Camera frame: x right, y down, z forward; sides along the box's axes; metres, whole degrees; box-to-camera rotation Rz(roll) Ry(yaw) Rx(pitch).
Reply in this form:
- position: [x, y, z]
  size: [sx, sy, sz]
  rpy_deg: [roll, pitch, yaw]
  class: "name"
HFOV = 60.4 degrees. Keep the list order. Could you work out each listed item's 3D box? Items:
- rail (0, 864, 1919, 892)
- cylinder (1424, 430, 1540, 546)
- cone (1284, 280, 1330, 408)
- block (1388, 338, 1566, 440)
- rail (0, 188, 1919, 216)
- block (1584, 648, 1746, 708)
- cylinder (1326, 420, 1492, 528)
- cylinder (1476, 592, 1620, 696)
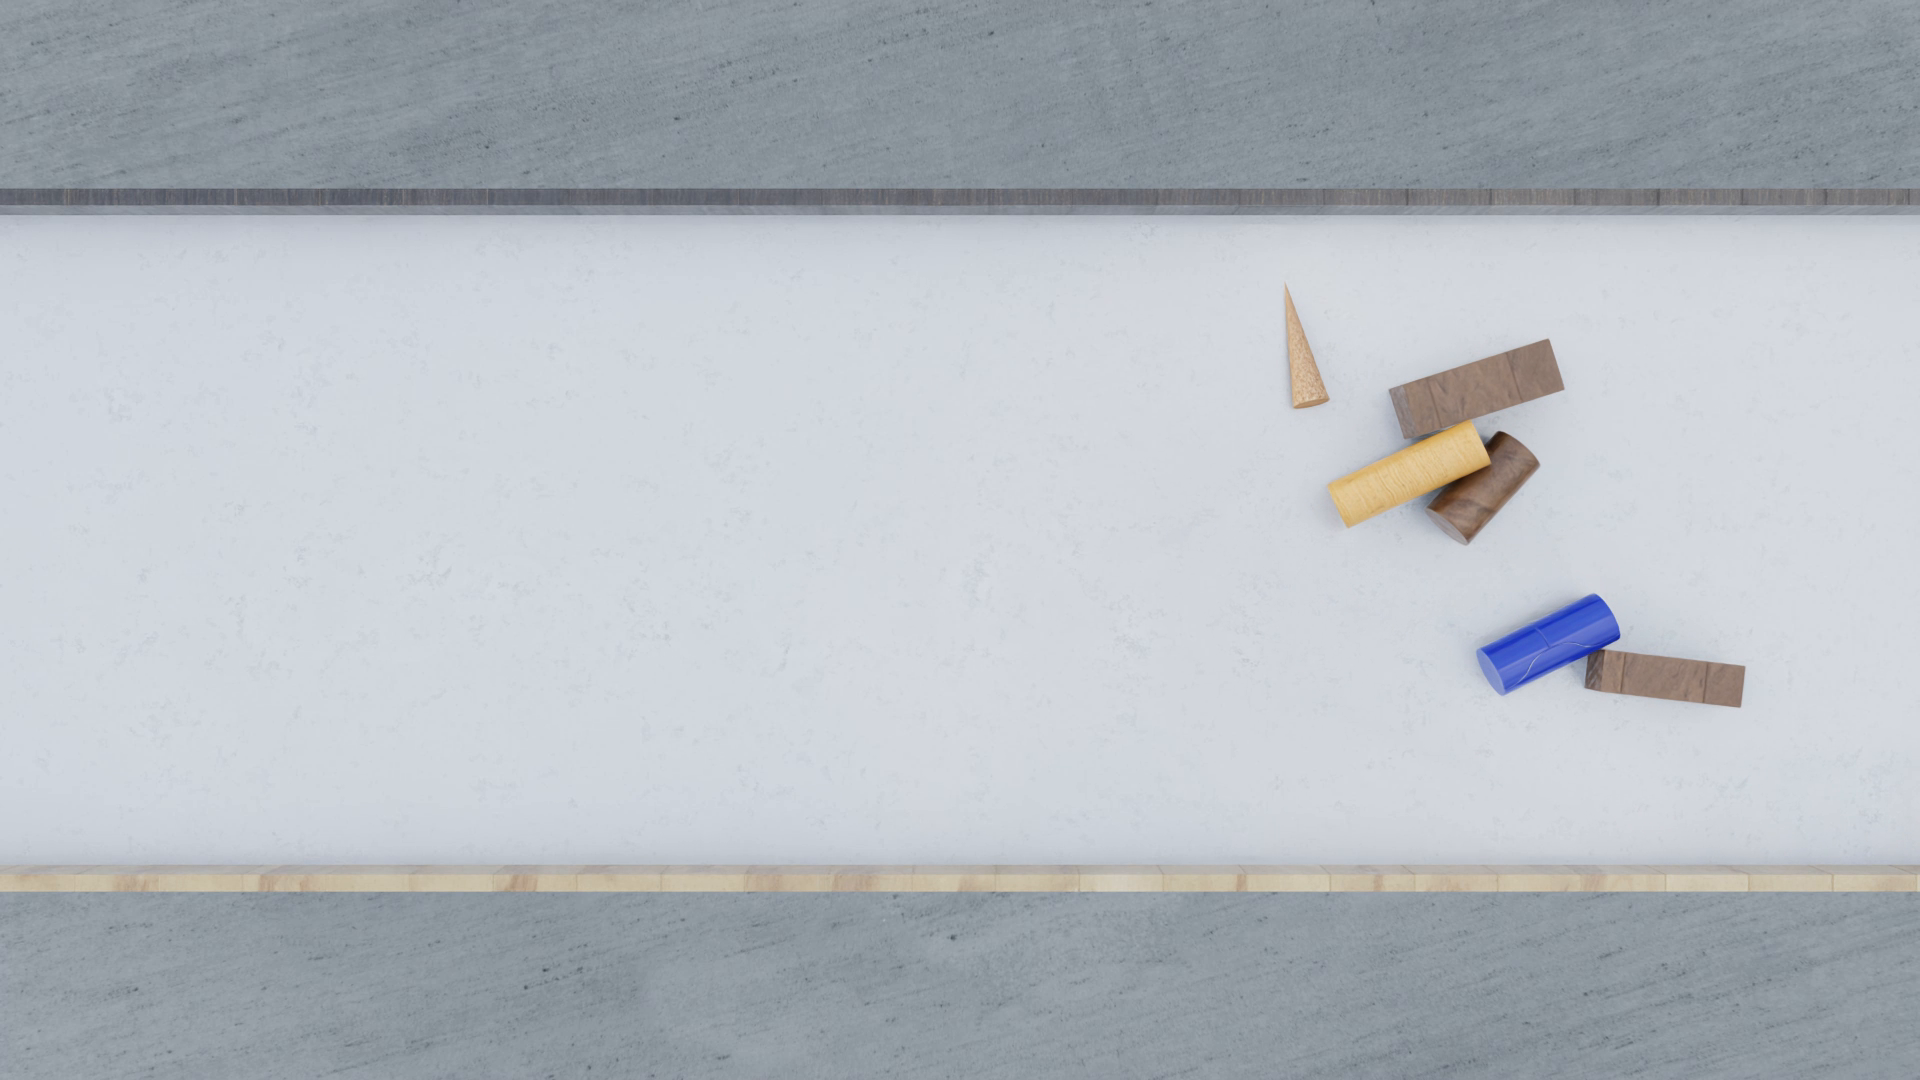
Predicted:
- position: [-2.247, 1.025, 5.001]
  size: [12.000, 0.150, 0.050]
  rpy_deg: [0, 90, 0]
  class: "rail"
- position: [1.581, -0.156, 4.993]
  size: [0.168, 0.168, 0.319]
  rpy_deg: [43, 90, 0]
  class: "cylinder"
- position: [1.034, -0.609, 5.049]
  size: [0.110, 0.110, 0.398]
  rpy_deg: [-11, 82, 0]
  class: "cone"
- position: [1.561, -0.456, 4.996]
  size: [0.458, 0.162, 0.162]
  rpy_deg: [-18, 90, 0]
  class: "block"
- position: [-2.247, -1.025, 5.002]
  size: [12.000, 0.150, 0.050]
  rpy_deg: [0, 90, 0]
  class: "rail"
- position: [2.140, 0.417, 5.013]
  size: [0.425, 0.127, 0.127]
  rpy_deg: [7, 90, 0]
  class: "block"
- position: [1.344, -0.197, 4.948]
  size: [0.456, 0.149, 0.149]
  rpy_deg: [-26, 90, 14]
  class: "cylinder"
- position: [1.780, 0.317, 4.996]
  size: [0.385, 0.160, 0.160]
  rpy_deg: [-26, 90, 0]
  class: "cylinder"
